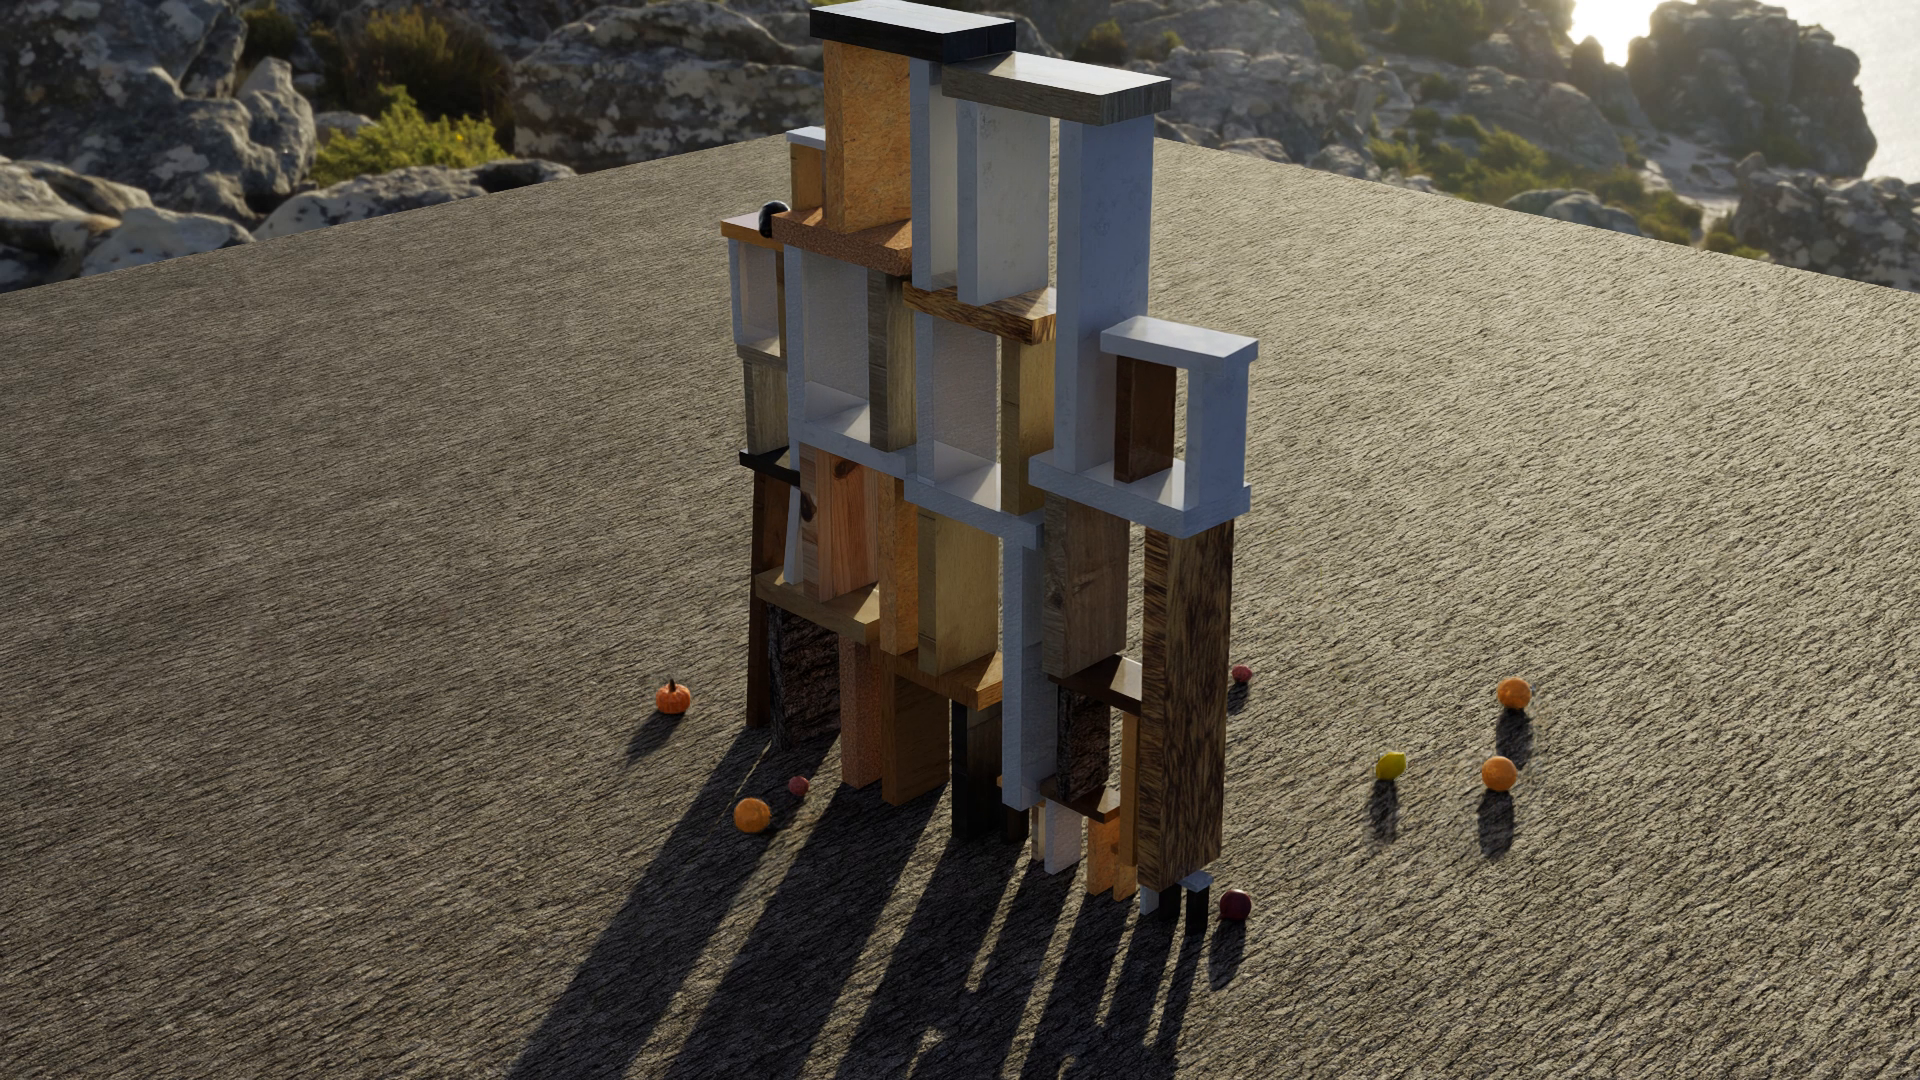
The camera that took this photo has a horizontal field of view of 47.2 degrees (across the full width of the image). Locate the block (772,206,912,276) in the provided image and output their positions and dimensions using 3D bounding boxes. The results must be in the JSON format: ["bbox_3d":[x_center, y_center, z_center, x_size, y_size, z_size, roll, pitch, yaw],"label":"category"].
[{"bbox_3d":[-0.175,-0.576,4.167,0.353,0.050,0.176,21,31,41],"label":"block"}]

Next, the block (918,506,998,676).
[{"bbox_3d":[-0.003,0.075,4.255,0.049,0.346,0.173,21,31,40],"label":"block"}]

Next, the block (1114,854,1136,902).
[{"bbox_3d":[0.312,0.629,4.152,0.014,0.099,0.049,21,31,41],"label":"block"}]

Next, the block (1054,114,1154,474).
[{"bbox_3d":[0.245,-0.428,3.774,0.180,0.614,0.051,-21,31,-40],"label":"block"}]

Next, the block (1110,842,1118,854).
[{"bbox_3d":[0.335,0.586,4.109,0.099,0.014,0.049,21,31,40],"label":"block"}]

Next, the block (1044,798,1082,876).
[{"bbox_3d":[0.200,0.557,4.241,0.023,0.162,0.081,21,31,40],"label":"block"}]

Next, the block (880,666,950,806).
[{"bbox_3d":[-0.091,0.377,4.484,0.043,0.303,0.152,21,31,41],"label":"block"}]

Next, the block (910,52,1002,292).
[{"bbox_3d":[-0.007,-0.667,3.946,0.176,0.413,0.050,-21,31,-40],"label":"block"}]

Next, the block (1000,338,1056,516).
[{"bbox_3d":[0.149,-0.223,3.968,0.165,0.329,0.047,-21,31,-39],"label":"block"}]

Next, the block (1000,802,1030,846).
[{"bbox_3d":[0.109,0.535,4.340,0.062,0.124,0.018,-21,31,-41],"label":"block"}]

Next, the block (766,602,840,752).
[{"bbox_3d":[-0.328,0.266,4.699,0.048,0.339,0.170,21,31,41],"label":"block"}]

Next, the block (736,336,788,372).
[{"bbox_3d":[-0.347,-0.374,4.445,0.101,0.029,0.202,-21,30,-40],"label":"block"}]

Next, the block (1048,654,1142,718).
[{"bbox_3d":[0.289,0.259,4.031,0.236,0.033,0.118,20,30,39],"label":"block"}]

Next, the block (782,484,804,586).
[{"bbox_3d":[-0.305,-0.024,4.539,0.111,0.221,0.031,-21,40,-41],"label":"block"}]

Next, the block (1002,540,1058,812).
[{"bbox_3d":[0.158,0.233,4.145,0.173,0.550,0.049,-21,31,-40],"label":"block"}]

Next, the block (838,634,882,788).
[{"bbox_3d":[-0.168,0.329,4.552,0.048,0.339,0.170,21,31,41],"label":"block"}]

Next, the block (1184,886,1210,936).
[{"bbox_3d":[0.436,0.676,4.043,0.049,0.097,0.014,-21,31,-40],"label":"block"}]

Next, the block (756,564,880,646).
[{"bbox_3d":[-0.248,0.119,4.550,0.339,0.048,0.170,21,31,41],"label":"block"}]

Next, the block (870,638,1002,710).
[{"bbox_3d":[-0.019,0.245,4.351,0.303,0.043,0.152,21,31,41],"label":"block"}]

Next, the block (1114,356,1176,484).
[{"bbox_3d":[0.319,-0.226,3.781,0.118,0.236,0.033,-21,31,-40],"label":"block"}]

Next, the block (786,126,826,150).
[{"bbox_3d":[-0.263,-0.763,4.184,0.131,0.019,0.066,21,31,40],"label":"block"}]

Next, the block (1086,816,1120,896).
[{"bbox_3d":[0.277,0.586,4.173,0.023,0.162,0.081,21,31,40],"label":"block"}]

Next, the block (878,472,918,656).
[{"bbox_3d":[-0.082,0.024,4.331,0.048,0.380,0.170,21,31,41],"label":"block"}]

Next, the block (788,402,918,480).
[{"bbox_3d":[-0.163,-0.204,4.320,0.339,0.048,0.170,21,31,41],"label":"block"}]

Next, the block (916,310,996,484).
[{"bbox_3d":[-0.006,-0.285,4.114,0.165,0.329,0.047,-21,31,-40],"label":"block"}]

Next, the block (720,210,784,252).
[{"bbox_3d":[-0.363,-0.611,4.369,0.219,0.031,0.109,20,30,41],"label":"block"}]

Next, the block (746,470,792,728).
[{"bbox_3d":[-0.401,0.116,4.709,0.031,0.609,0.111,22,31,31],"label":"block"}]

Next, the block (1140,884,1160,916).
[{"bbox_3d":[0.359,0.647,4.109,0.014,0.099,0.049,21,31,40],"label":"block"}]

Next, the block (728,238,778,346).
[{"bbox_3d":[-0.413,-0.515,4.464,0.109,0.219,0.031,-21,30,-40],"label":"block"}]

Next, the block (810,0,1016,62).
[{"bbox_3d":[-0.087,-0.914,3.934,0.176,0.050,0.353,-21,30,-40],"label":"block"}]

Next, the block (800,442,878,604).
[{"bbox_3d":[-0.242,-0.057,4.470,0.170,0.339,0.048,-21,31,-40],"label":"block"}]

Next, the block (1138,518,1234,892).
[{"bbox_3d":[0.400,0.282,3.913,0.179,0.701,0.051,-21,30,-40],"label":"block"}]

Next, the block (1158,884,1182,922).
[{"bbox_3d":[0.390,0.658,4.085,0.049,0.097,0.014,-21,31,-41],"label":"block"}]

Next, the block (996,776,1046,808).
[{"bbox_3d":[0.138,0.481,4.286,0.062,0.018,0.124,-21,31,-40],"label":"block"}]

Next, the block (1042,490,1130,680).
[{"bbox_3d":[0.231,0.056,4.007,0.051,0.358,0.179,21,31,40],"label":"block"}]

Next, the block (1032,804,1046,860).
[{"bbox_3d":[0.167,0.558,4.286,0.062,0.124,0.018,-21,31,-40],"label":"block"}]

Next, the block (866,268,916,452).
[{"bbox_3d":[-0.092,-0.358,4.169,0.050,0.353,0.176,21,31,41],"label":"block"}]

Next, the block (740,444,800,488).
[{"bbox_3d":[-0.341,-0.157,4.528,0.111,0.031,0.221,-21,30,-40],"label":"block"}]

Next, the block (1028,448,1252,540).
[{"bbox_3d":[0.312,-0.098,3.847,0.179,0.051,0.358,-21,31,-40],"label":"block"}]

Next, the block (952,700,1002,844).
[{"bbox_3d":[0.052,0.433,4.352,0.043,0.303,0.152,21,31,41],"label":"block"}]

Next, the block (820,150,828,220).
[{"bbox_3d":[-0.233,-0.681,4.184,0.066,0.131,0.019,-21,31,-41],"label":"block"}]

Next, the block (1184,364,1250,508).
[{"bbox_3d":[0.429,-0.183,3.679,0.118,0.236,0.033,-21,30,-40],"label":"block"}]

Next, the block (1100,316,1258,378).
[{"bbox_3d":[0.365,-0.325,3.670,0.236,0.033,0.118,16,28,33],"label":"block"}]

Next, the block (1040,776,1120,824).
[{"bbox_3d":[0.239,0.486,4.171,0.162,0.023,0.081,21,31,40],"label":"block"}]

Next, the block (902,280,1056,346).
[{"bbox_3d":[0.069,-0.427,3.967,0.165,0.047,0.329,-21,31,-40],"label":"block"}]

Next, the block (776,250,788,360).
[{"bbox_3d":[-0.311,-0.477,4.368,0.109,0.219,0.031,-21,30,-40],"label":"block"}]

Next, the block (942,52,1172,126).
[{"bbox_3d":[0.160,-0.766,3.718,0.360,0.051,0.180,21,31,40],"label":"block"}]

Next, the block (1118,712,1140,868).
[{"bbox_3d":[0.346,0.441,4.038,0.033,0.308,0.118,21,31,40],"label":"block"}]

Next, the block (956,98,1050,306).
[{"bbox_3d":[0.077,-0.608,3.873,0.180,0.360,0.051,-21,31,-40],"label":"block"}]

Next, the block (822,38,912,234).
[{"bbox_3d":[-0.168,-0.762,4.090,0.176,0.353,0.050,-21,31,-40],"label":"block"}]

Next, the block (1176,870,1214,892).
[{"bbox_3d":[0.413,0.616,4.043,0.049,0.014,0.097,-21,30,-40],"label":"block"}]

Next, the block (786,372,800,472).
[{"bbox_3d":[-0.299,-0.250,4.445,0.029,0.203,0.101,21,31,41],"label":"block"}]

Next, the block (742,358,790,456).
[{"bbox_3d":[-0.394,-0.285,4.534,0.029,0.202,0.101,20,30,41],"label":"block"}]

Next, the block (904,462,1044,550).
[{"bbox_3d":[0.076,-0.075,4.103,0.173,0.049,0.346,-21,31,-40],"label":"block"}]

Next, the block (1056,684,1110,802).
[{"bbox_3d":[0.232,0.363,4.130,0.033,0.236,0.118,19,30,38],"label":"block"}]

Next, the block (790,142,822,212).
[{"bbox_3d":[-0.295,-0.706,4.241,0.066,0.131,0.019,-21,31,-41],"label":"block"}]

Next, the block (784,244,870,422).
[{"bbox_3d":[-0.258,-0.423,4.322,0.050,0.353,0.176,21,31,40],"label":"block"}]
